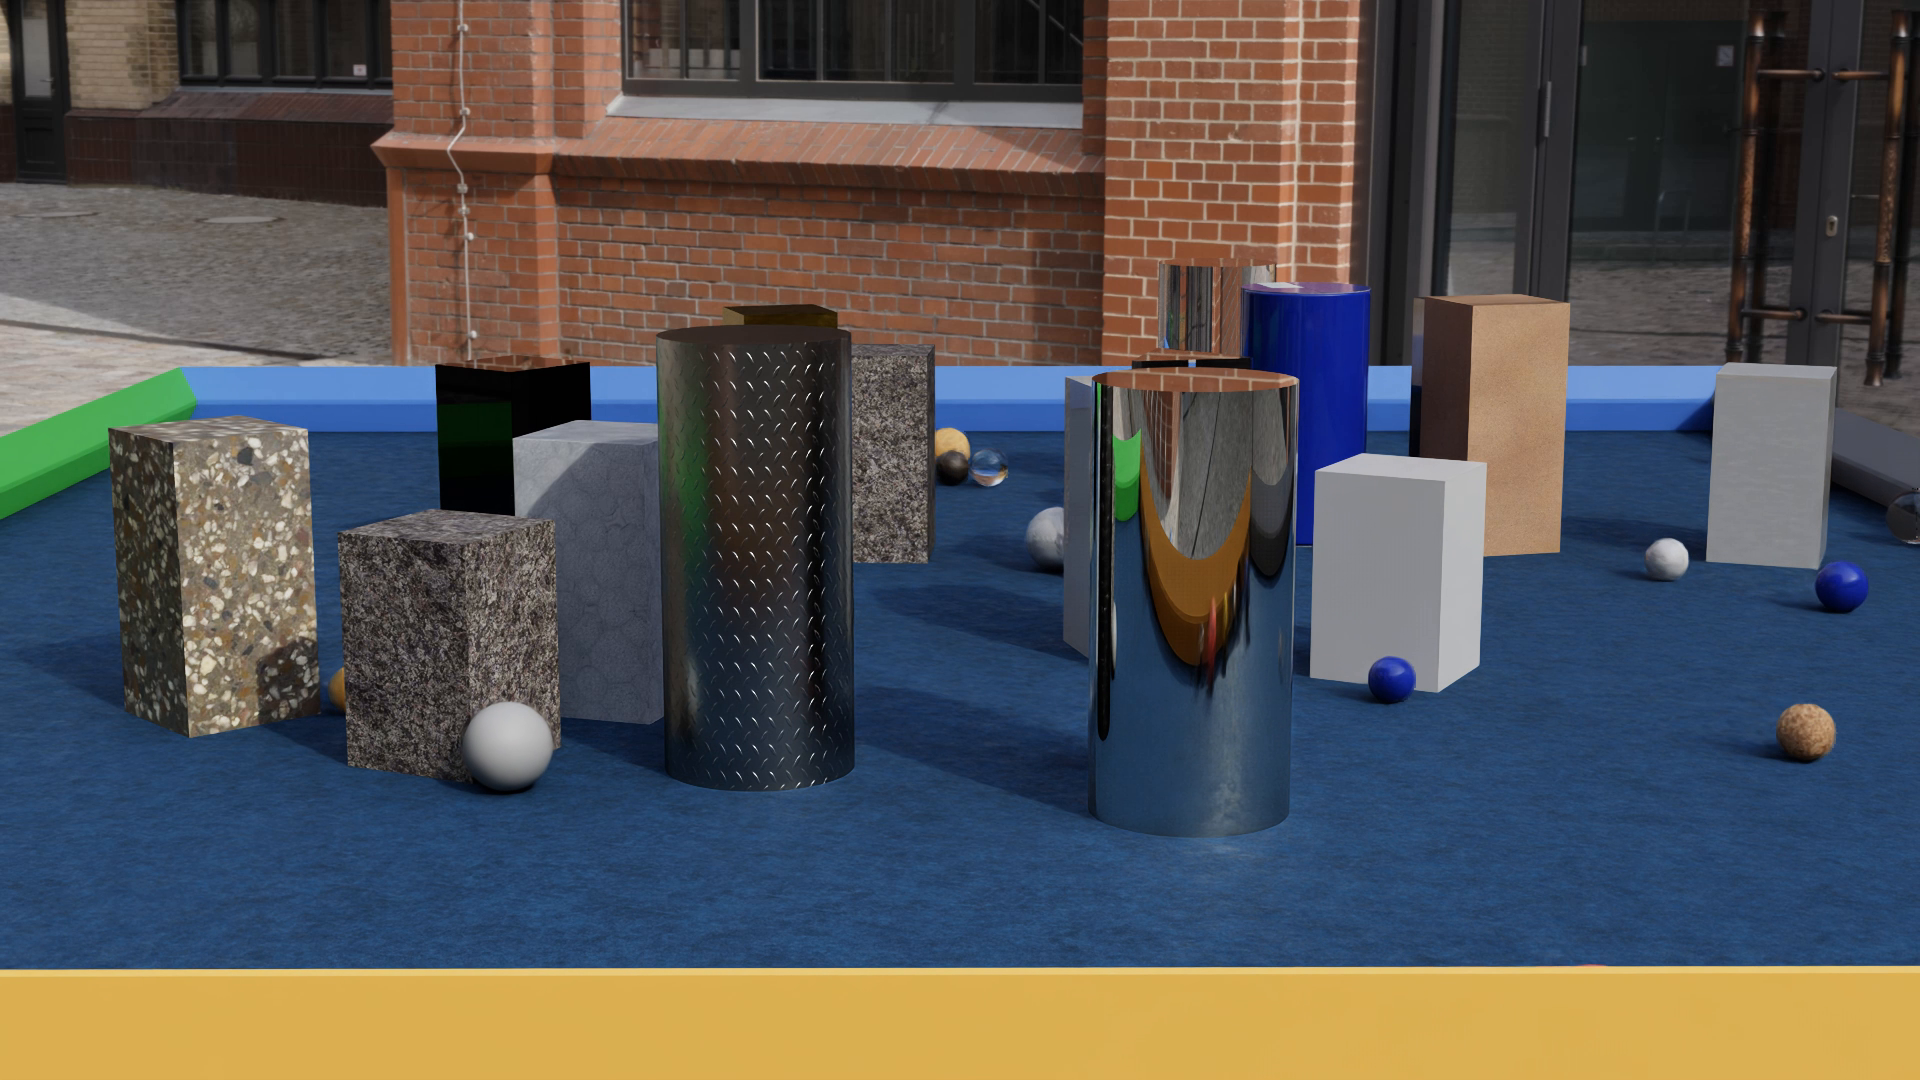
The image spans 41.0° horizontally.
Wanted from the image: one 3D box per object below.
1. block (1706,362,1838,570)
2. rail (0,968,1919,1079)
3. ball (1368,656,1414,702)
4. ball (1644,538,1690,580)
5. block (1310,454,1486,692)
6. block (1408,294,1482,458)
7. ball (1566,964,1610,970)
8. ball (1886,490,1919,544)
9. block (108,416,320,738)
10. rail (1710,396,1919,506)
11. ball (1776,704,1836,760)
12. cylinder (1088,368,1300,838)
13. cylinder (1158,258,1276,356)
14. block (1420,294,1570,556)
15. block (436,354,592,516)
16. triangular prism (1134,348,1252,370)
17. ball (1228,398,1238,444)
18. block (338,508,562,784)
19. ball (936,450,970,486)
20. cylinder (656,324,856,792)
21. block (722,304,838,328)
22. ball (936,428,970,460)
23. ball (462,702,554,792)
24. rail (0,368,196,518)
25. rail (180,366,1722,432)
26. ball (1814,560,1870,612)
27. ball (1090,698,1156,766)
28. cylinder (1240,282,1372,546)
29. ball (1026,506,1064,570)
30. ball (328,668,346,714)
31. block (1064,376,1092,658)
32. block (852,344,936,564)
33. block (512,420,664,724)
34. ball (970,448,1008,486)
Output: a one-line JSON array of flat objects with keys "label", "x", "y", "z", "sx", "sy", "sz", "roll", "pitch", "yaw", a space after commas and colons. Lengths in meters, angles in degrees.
[{"label": "block", "x": 1.214, "y": -0.114, "z": 3.836, "sx": 0.160, "sy": 0.281, "sz": 0.160, "roll": 4, "pitch": 11, "yaw": 22}, {"label": "rail", "x": 0.010, "y": 0.347, "z": 1.750, "sx": 3.116, "sy": 0.130, "sz": 0.045, "roll": 0, "pitch": 10, "yaw": 0}, {"label": "ball", "x": 0.499, "y": 0.161, "z": 2.973, "sx": 0.054, "sy": 0.054, "sz": 0.054, "roll": 0, "pitch": 10, "yaw": 0}, {"label": "ball", "x": 1.012, "y": 0.028, "z": 3.672, "sx": 0.062, "sy": 0.062, "sz": 0.062, "roll": 0, "pitch": 10, "yaw": 0}, {"label": "block", "x": 0.531, "y": 0.036, "z": 3.103, "sx": 0.160, "sy": 0.252, "sz": 0.160, "roll": 6, "pitch": 12, "yaw": 28}, {"label": "block", "x": 0.865, "y": -0.230, "z": 4.289, "sx": 0.160, "sy": 0.344, "sz": 0.160, "roll": -4, "pitch": 11, "yaw": -22}, {"label": "ball", "x": 0.450, "y": 0.351, "z": 1.823, "sx": 0.098, "sy": 0.098, "sz": 0.098, "roll": 0, "pitch": 10, "yaw": 0}, {"label": "ball", "x": 1.474, "y": -0.036, "z": 3.960, "sx": 0.082, "sy": 0.082, "sz": 0.082, "roll": 0, "pitch": 10, "yaw": 0}, {"label": "block", "x": -0.841, "y": 0.036, "z": 2.897, "sx": 0.160, "sy": 0.327, "sz": 0.160, "roll": -9, "pitch": 14, "yaw": -42}, {"label": "rail", "x": 1.535, "y": 0.032, "z": 3.457, "sx": 0.045, "sy": 0.130, "sz": 3.503, "roll": 0, "pitch": 10, "yaw": 0}, {"label": "ball", "x": 0.899, "y": 0.203, "z": 2.726, "sx": 0.060, "sy": 0.060, "sz": 0.060, "roll": 0, "pitch": 10, "yaw": 0}, {"label": "cylinder", "x": 0.227, "y": 0.056, "z": 2.511, "sx": 0.200, "sy": 0.429, "sz": 0.200, "roll": 0, "pitch": 10, "yaw": 0}, {"label": "cylinder", "x": 0.438, "y": -0.276, "z": 4.395, "sx": 0.200, "sy": 0.397, "sz": 0.200, "roll": 0, "pitch": 10, "yaw": 0}, {"label": "block", "x": 0.811, "y": -0.177, "z": 3.912, "sx": 0.160, "sy": 0.378, "sz": 0.160, "roll": -3, "pitch": 11, "yaw": -16}, {"label": "block", "x": -0.662, "y": -0.118, "z": 3.825, "sx": 0.160, "sy": 0.293, "sz": 0.160, "roll": 8, "pitch": 13, "yaw": 36}, {"label": "triangular prism", "x": 0.306, "y": -0.103, "z": 3.651, "sx": 0.173, "sy": 0.326, "sz": 0.150, "roll": -3, "pitch": 11, "yaw": -13}, {"label": "ball", "x": 0.503, "y": -0.232, "z": 4.975, "sx": 0.100, "sy": 0.100, "sz": 0.100, "roll": 0, "pitch": 10, "yaw": 0}, {"label": "block", "x": -0.539, "y": 0.108, "z": 2.719, "sx": 0.160, "sy": 0.250, "sz": 0.160, "roll": 5, "pitch": 12, "yaw": 25}, {"label": "ball", "x": -0.014, "y": -0.127, "z": 4.510, "sx": 0.062, "sy": 0.062, "sz": 0.062, "roll": 0, "pitch": 10, "yaw": 0}, {"label": "cylinder", "x": -0.211, "y": 0.014, "z": 2.665, "sx": 0.200, "sy": 0.456, "sz": 0.200, "roll": 0, "pitch": 10, "yaw": 0}, {"label": "block", "x": -0.305, "y": -0.231, "z": 4.359, "sx": 0.160, "sy": 0.321, "sz": 0.160, "roll": -3, "pitch": 11, "yaw": -18}, {"label": "ball", "x": -0.023, "y": -0.160, "z": 4.627, "sx": 0.084, "sy": 0.084, "sz": 0.084, "roll": 0, "pitch": 10, "yaw": 0}, {"label": "ball", "x": -0.459, "y": 0.210, "z": 2.607, "sx": 0.091, "sy": 0.091, "sz": 0.091, "roll": 0, "pitch": 10, "yaw": 0}, {"label": "rail", "x": -1.535, "y": 0.035, "z": 3.440, "sx": 0.045, "sy": 0.130, "sz": 3.503, "roll": 0, "pitch": 10, "yaw": 0}, {"label": "rail", "x": -0.010, "y": -0.281, "z": 5.148, "sx": 3.116, "sy": 0.130, "sz": 0.045, "roll": 0, "pitch": 10, "yaw": 0}, {"label": "ball", "x": 1.192, "y": 0.062, "z": 3.465, "sx": 0.070, "sy": 0.070, "sz": 0.070, "roll": 0, "pitch": 10, "yaw": 0}, {"label": "ball", "x": 0.172, "y": 0.202, "z": 2.705, "sx": 0.070, "sy": 0.070, "sz": 0.070, "roll": 0, "pitch": 10, "yaw": 0}, {"label": "cylinder", "x": 0.534, "y": -0.199, "z": 3.998, "sx": 0.200, "sy": 0.389, "sz": 0.200, "roll": 0, "pitch": 10, "yaw": 0}, {"label": "ball", "x": 0.142, "y": -0.002, "z": 3.747, "sx": 0.093, "sy": 0.093, "sz": 0.093, "roll": 0, "pitch": 10, "yaw": 0}, {"label": "ball", "x": -0.689, "y": 0.170, "z": 2.916, "sx": 0.057, "sy": 0.057, "sz": 0.057, "roll": 0, "pitch": 10, "yaw": 0}, {"label": "block", "x": 0.230, "y": -0.028, "z": 3.208, "sx": 0.160, "sy": 0.341, "sz": 0.160, "roll": -3, "pitch": 11, "yaw": -15}, {"label": "block", "x": -0.123, "y": -0.132, "z": 3.859, "sx": 0.160, "sy": 0.309, "sz": 0.160, "roll": 1, "pitch": 10, "yaw": 4}, {"label": "block", "x": -0.399, "y": 0.033, "z": 2.944, "sx": 0.160, "sy": 0.316, "sz": 0.160, "roll": 3, "pitch": 11, "yaw": 18}, {"label": "ball", "x": 0.052, "y": -0.127, "z": 4.498, "sx": 0.067, "sy": 0.067, "sz": 0.067, "roll": 0, "pitch": 10, "yaw": 0}]
